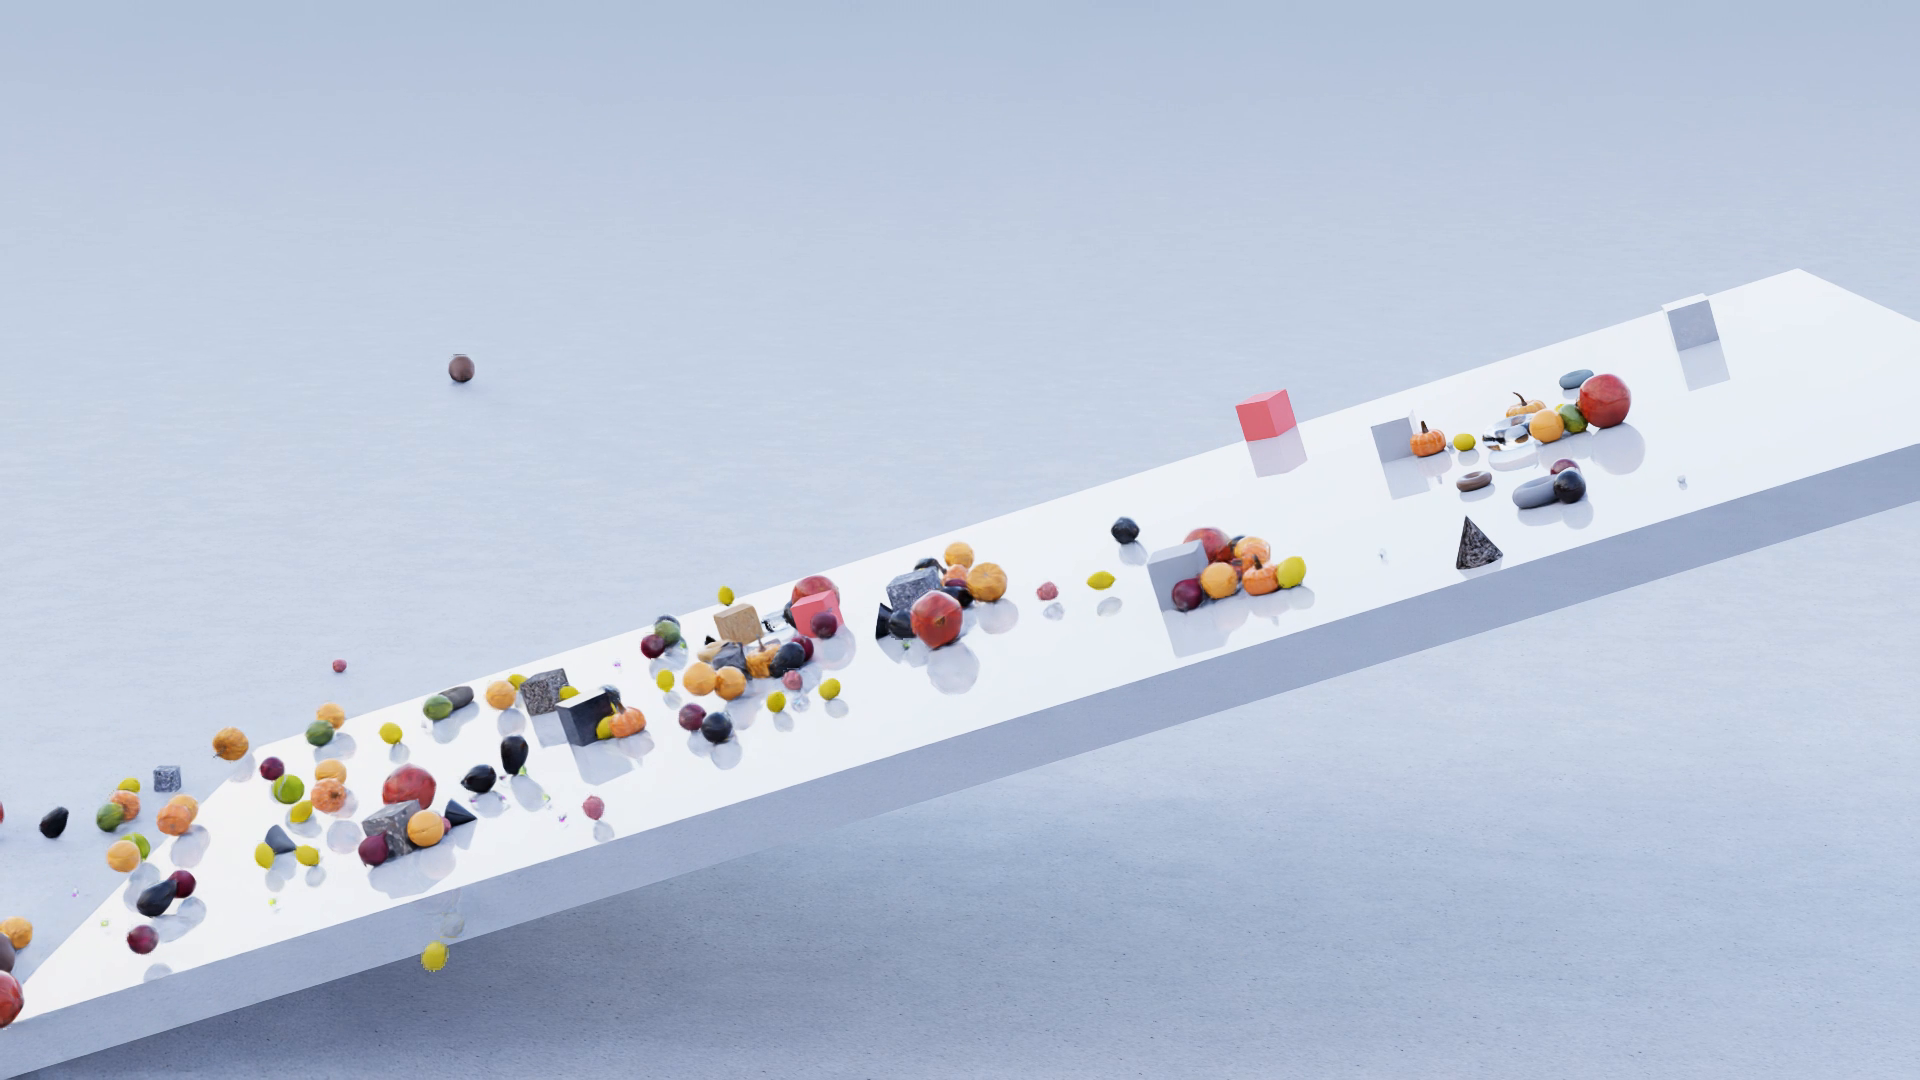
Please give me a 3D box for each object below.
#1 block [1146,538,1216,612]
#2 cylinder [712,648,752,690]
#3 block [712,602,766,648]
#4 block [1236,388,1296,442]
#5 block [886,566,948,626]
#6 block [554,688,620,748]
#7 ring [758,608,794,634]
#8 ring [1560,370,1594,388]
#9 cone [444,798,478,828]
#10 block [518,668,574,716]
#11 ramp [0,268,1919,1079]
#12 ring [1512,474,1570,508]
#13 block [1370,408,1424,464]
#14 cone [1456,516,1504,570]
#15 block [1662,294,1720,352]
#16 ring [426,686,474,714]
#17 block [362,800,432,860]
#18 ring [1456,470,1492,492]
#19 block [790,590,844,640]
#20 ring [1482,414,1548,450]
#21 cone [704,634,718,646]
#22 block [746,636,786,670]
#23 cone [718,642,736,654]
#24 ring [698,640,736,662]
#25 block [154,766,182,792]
[{"bbox_3d":[0.434,0.069,5.774,0.100,0.100,0.100,-15,11,16],"label":"block"},{"bbox_3d":[-0.493,0.277,6.363,0.070,0.070,0.070,-18,10,3],"label":"cylinder"},{"bbox_3d":[-0.510,0.198,6.775,0.079,0.079,0.079,-22,11,-20],"label":"block"},{"bbox_3d":[0.748,-0.305,7.190,0.094,0.094,0.094,-9,14,41],"label":"block"},{"bbox_3d":[-0.093,0.124,6.407,0.094,0.094,0.094,-15,11,17],"label":"block"},{"bbox_3d":[-0.797,0.380,6.292,0.090,0.090,0.090,-23,11,-24],"label":"block"},{"bbox_3d":[-0.424,0.187,6.811,0.105,0.035,0.105,-17,9,3],"label":"ring"},{"bbox_3d":[1.381,-0.361,6.588,0.080,0.027,0.080,-17,12,4],"label":"ring"},{"bbox_3d":[-0.997,0.554,5.908,0.062,0.062,0.062,10,13,6],"label":"cone"},{"bbox_3d":[-0.948,0.349,6.744,0.079,0.079,0.079,-13,12,28],"label":"block"},{"bbox_3d":[0.101,0.183,6.310,4.000,0.100,2.000,-17,10,5],"label":"ramp"},{"bbox_3d":[1.113,-0.094,5.632,0.114,0.038,0.114,-19,8,3],"label":"ring"},{"bbox_3d":[0.960,-0.229,6.460,0.086,0.086,0.086,-15,11,18],"label":"block"},{"bbox_3d":[0.930,-0.004,5.338,0.090,0.090,0.090,-18,10,3],"label":"cone"},{"bbox_3d":[1.643,-0.490,6.618,0.095,0.095,0.095,-16,11,10],"label":"block"},{"bbox_3d":[-1.237,0.388,7.140,0.121,0.040,0.121,-18,9,3],"label":"ring"},{"bbox_3d":[-1.120,0.576,5.846,0.084,0.084,0.084,-13,12,26],"label":"block"},{"bbox_3d":[1.037,-0.119,5.930,0.075,0.025,0.075,-17,12,4],"label":"ring"},{"bbox_3d":[-0.320,0.169,6.603,0.080,0.080,0.080,-15,11,19],"label":"block"},{"bbox_3d":[1.171,-0.227,6.201,0.143,0.048,0.143,-17,12,4],"label":"ring"},{"bbox_3d":[-0.562,0.244,6.781,0.050,0.050,0.050,9,12,2],"label":"cone"},{"bbox_3d":[-0.423,0.247,6.434,0.057,0.057,0.057,-23,11,-22],"label":"block"},{"bbox_3d":[-0.505,0.263,6.582,0.053,0.053,0.053,-11,30,-44],"label":"cone"},{"bbox_3d":[-0.554,0.253,6.701,0.094,0.031,0.094,-17,11,3],"label":"ring"},{"bbox_3d":[-2.003,0.603,7.431,0.054,0.054,0.054,0,12,1],"label":"block"}]
